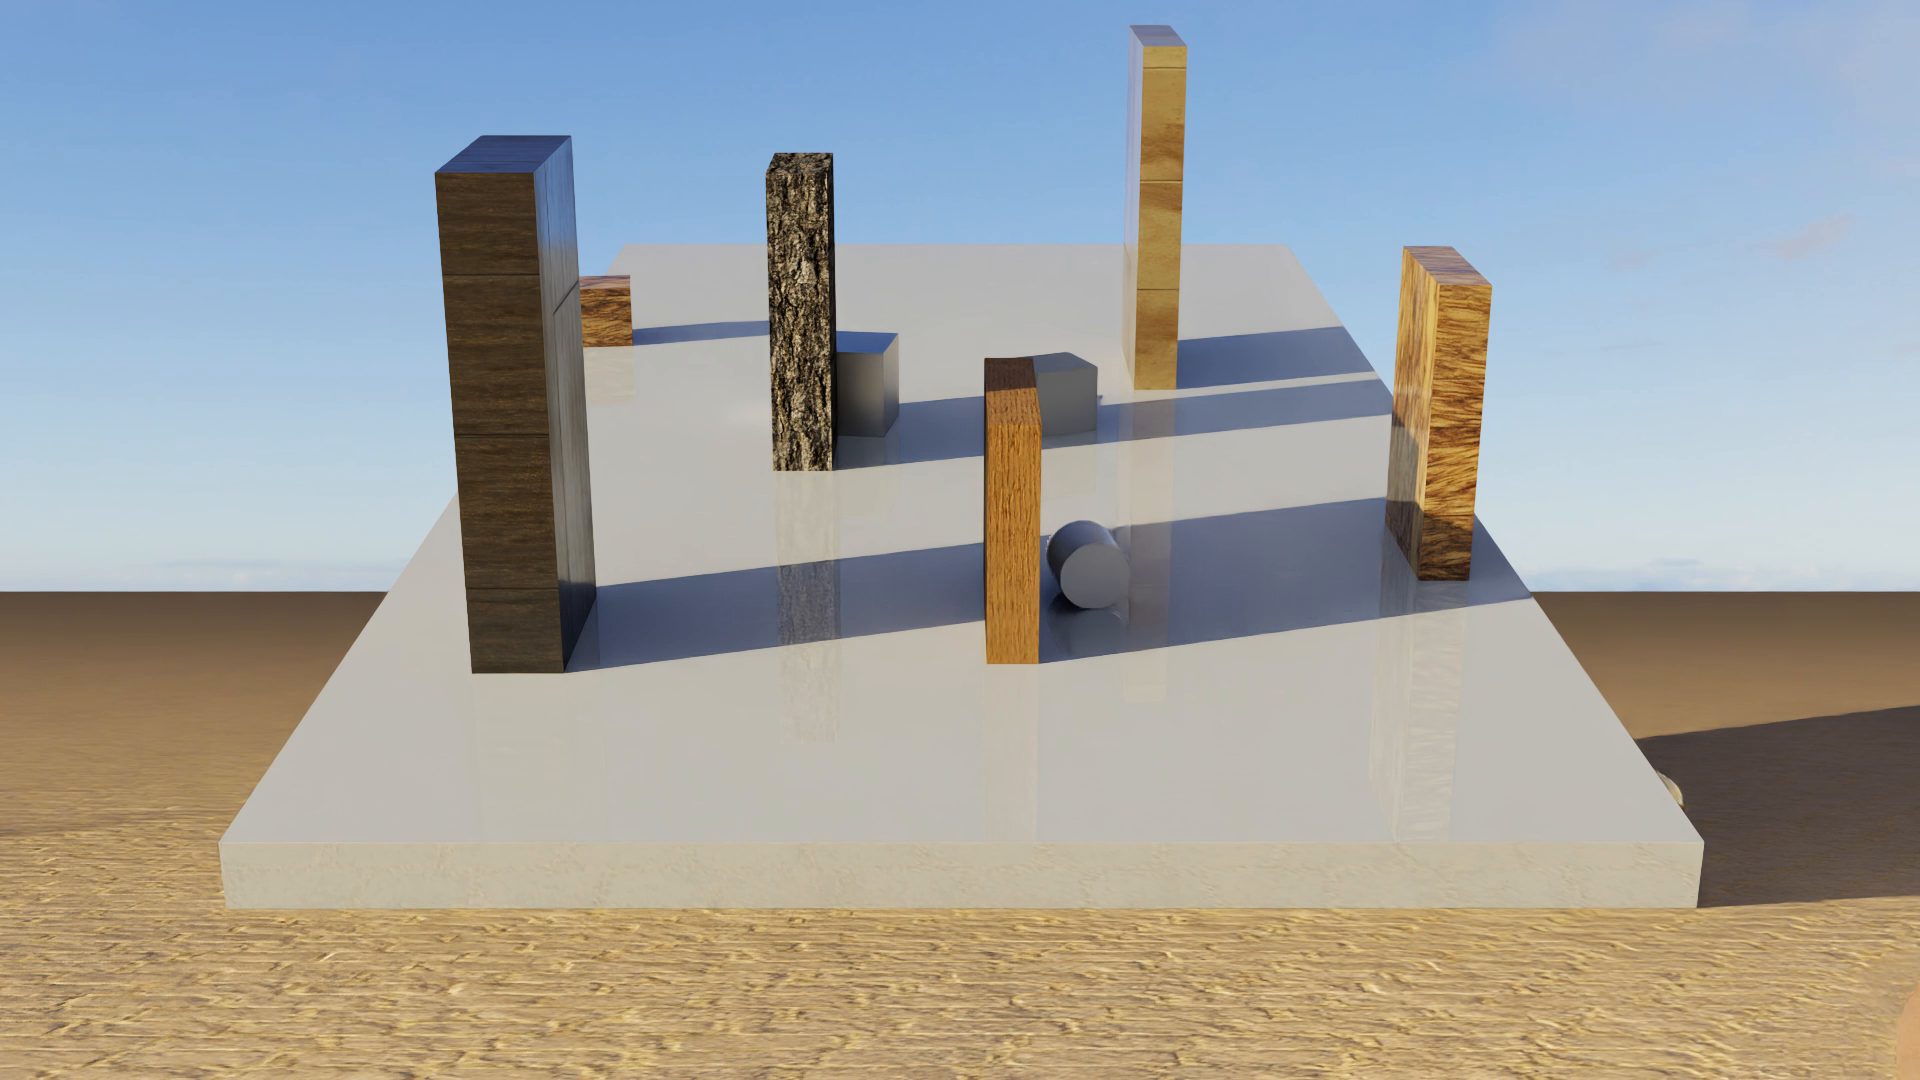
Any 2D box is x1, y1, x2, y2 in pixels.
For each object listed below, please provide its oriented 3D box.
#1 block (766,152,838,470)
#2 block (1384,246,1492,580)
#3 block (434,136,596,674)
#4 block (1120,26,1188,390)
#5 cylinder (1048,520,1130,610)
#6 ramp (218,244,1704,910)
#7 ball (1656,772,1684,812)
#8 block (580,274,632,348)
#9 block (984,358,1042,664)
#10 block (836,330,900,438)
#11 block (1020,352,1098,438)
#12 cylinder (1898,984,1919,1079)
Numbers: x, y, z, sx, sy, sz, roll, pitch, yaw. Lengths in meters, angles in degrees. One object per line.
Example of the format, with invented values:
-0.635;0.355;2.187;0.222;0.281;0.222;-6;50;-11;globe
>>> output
-0.323;-0.472;4.643;0.121;0.611;0.257;0;19;0;block
0.860;-0.234;4.074;0.089;0.535;0.331;0;19;0;block
-0.705;-0.223;3.627;0.146;0.800;0.354;0;19;0;block
0.452;-0.788;5.296;0.097;0.784;0.425;0;19;0;block
0.222;0.042;3.903;0.122;0.122;0.122;0;19;-9;cylinder
-0.004;-0.198;4.938;2.000;0.100;4.000;0;19;0;ramp
1.182;0.457;3.870;0.120;0.120;0.120;0;-1;0;ball
-0.898;-0.574;5.646;0.148;0.148;0.148;-2;19;-7;block
0.084;-0.058;3.764;0.084;0.401;0.421;0;19;0;block
-0.241;-0.343;4.919;0.186;0.186;0.186;3;19;8;block
0.203;-0.318;4.915;0.143;0.143;0.143;-8;21;-22;block
0.827;0.382;1.661;0.184;0.184;0.184;1;-1;-37;cylinder
